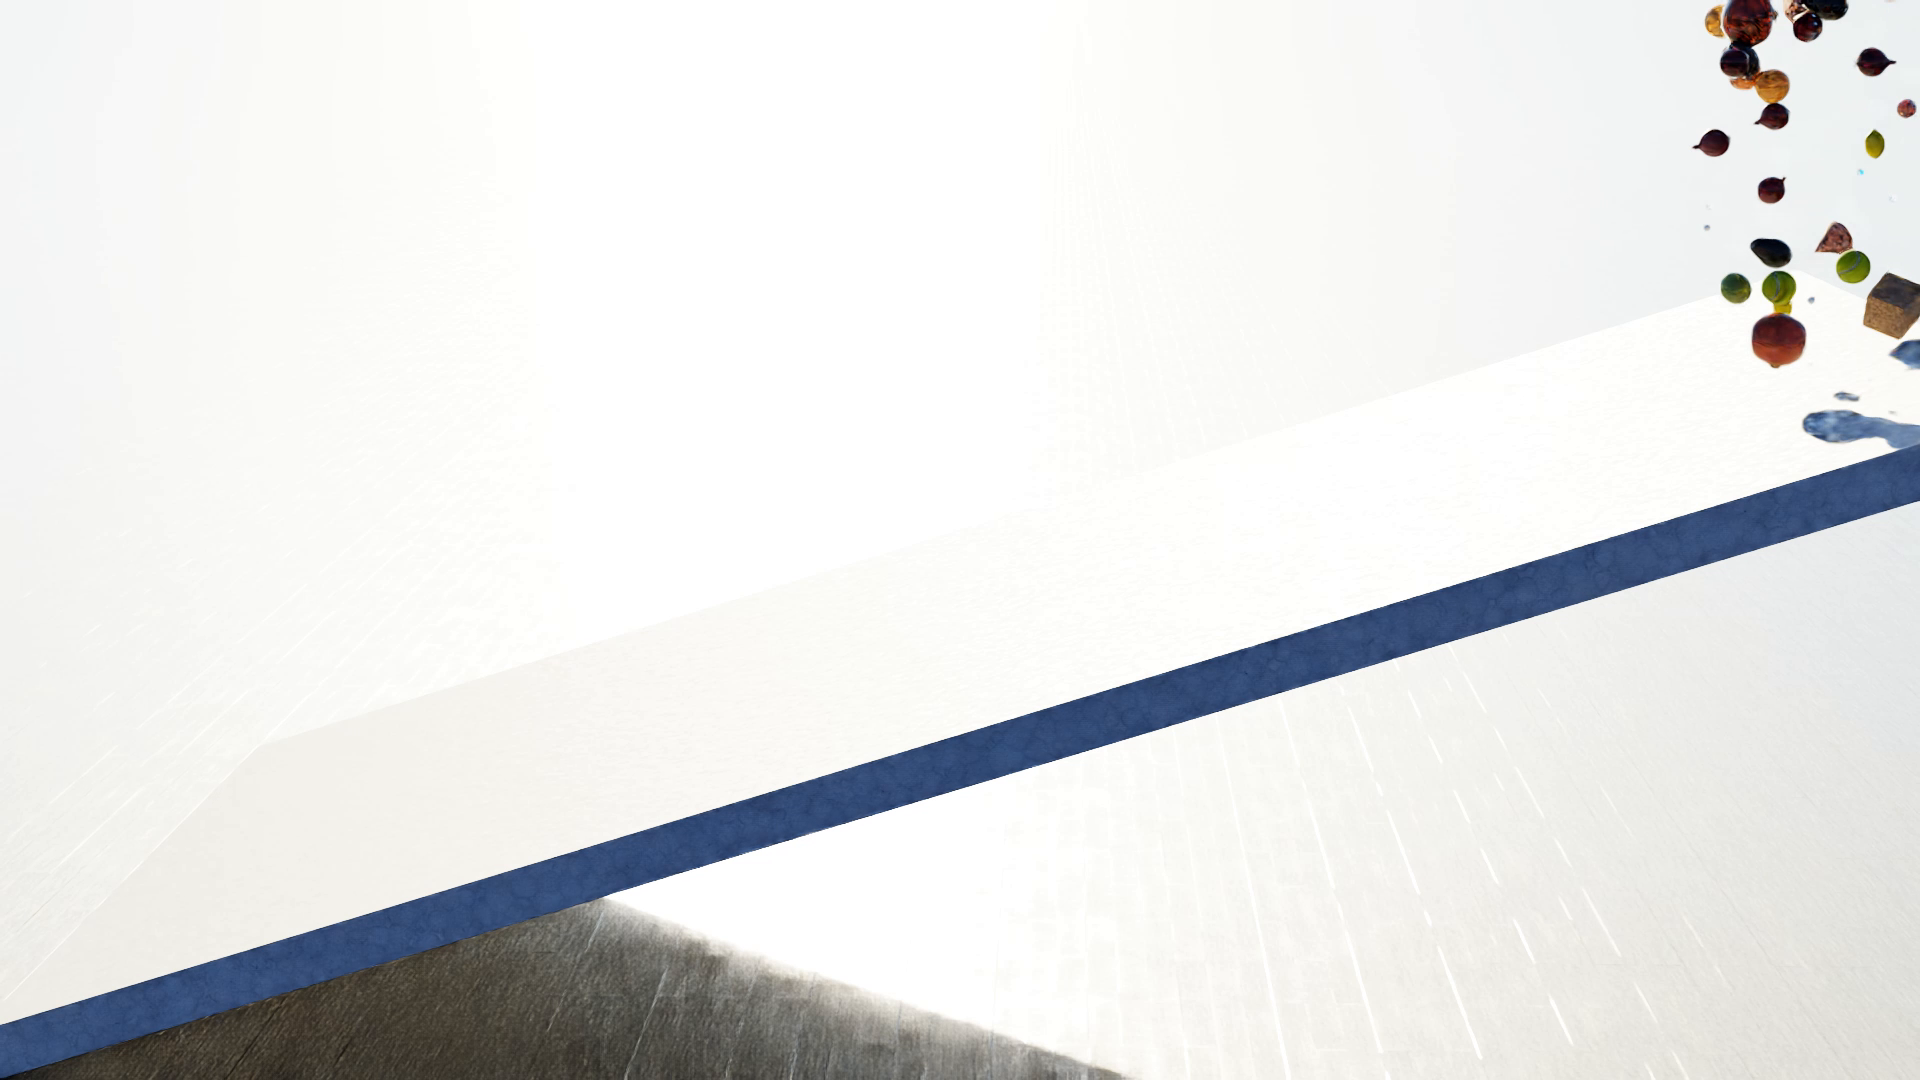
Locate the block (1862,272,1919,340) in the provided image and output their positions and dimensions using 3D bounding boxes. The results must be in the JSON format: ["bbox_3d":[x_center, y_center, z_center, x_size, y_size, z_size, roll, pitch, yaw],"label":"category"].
[{"bbox_3d":[1.904,-0.477,5.997,0.085,0.085,0.085,28,57,29],"label":"block"}]

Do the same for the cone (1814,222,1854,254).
[{"bbox_3d":[1.835,-0.625,6.228,0.076,0.076,0.076,-28,22,-20],"label":"cone"}]

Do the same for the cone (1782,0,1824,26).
[{"bbox_3d":[1.730,-1.106,6.080,0.087,0.087,0.087,7,14,32],"label":"cone"}]

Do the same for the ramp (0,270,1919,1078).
[{"bbox_3d":[0.101,0.183,6.311,4.000,0.100,2.000,-17,10,5],"label":"ramp"}]

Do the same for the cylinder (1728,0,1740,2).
[{"bbox_3d":[1.580,-1.130,6.022,0.053,0.053,0.053,7,5,31],"label":"cylinder"}]
